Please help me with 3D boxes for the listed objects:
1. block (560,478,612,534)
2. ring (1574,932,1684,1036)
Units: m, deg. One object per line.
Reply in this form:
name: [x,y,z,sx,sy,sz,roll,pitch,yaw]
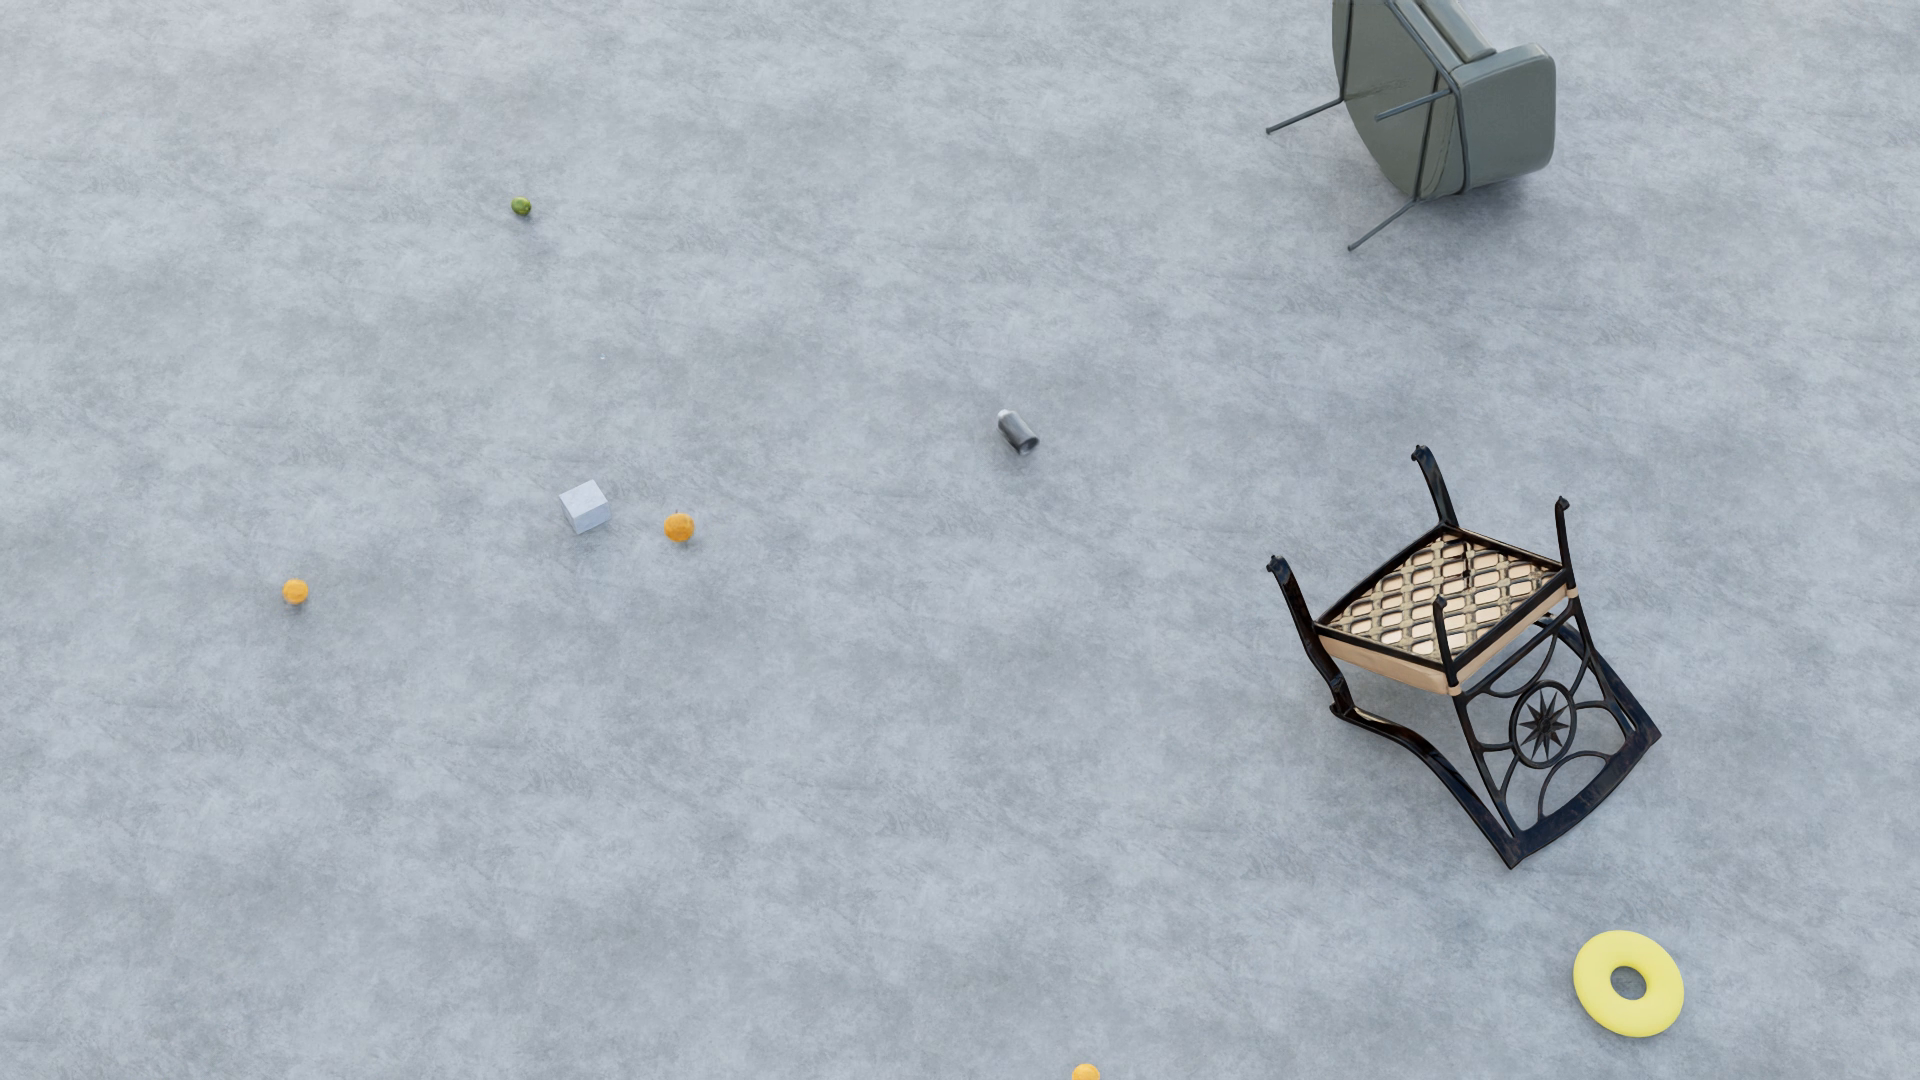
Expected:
block: [-1.122,-0.099,6.587,0.114,0.089,0.097,-28,60,-17]
ring: [1.750,1.160,5.755,0.282,0.068,0.295,-20,59,-12]
